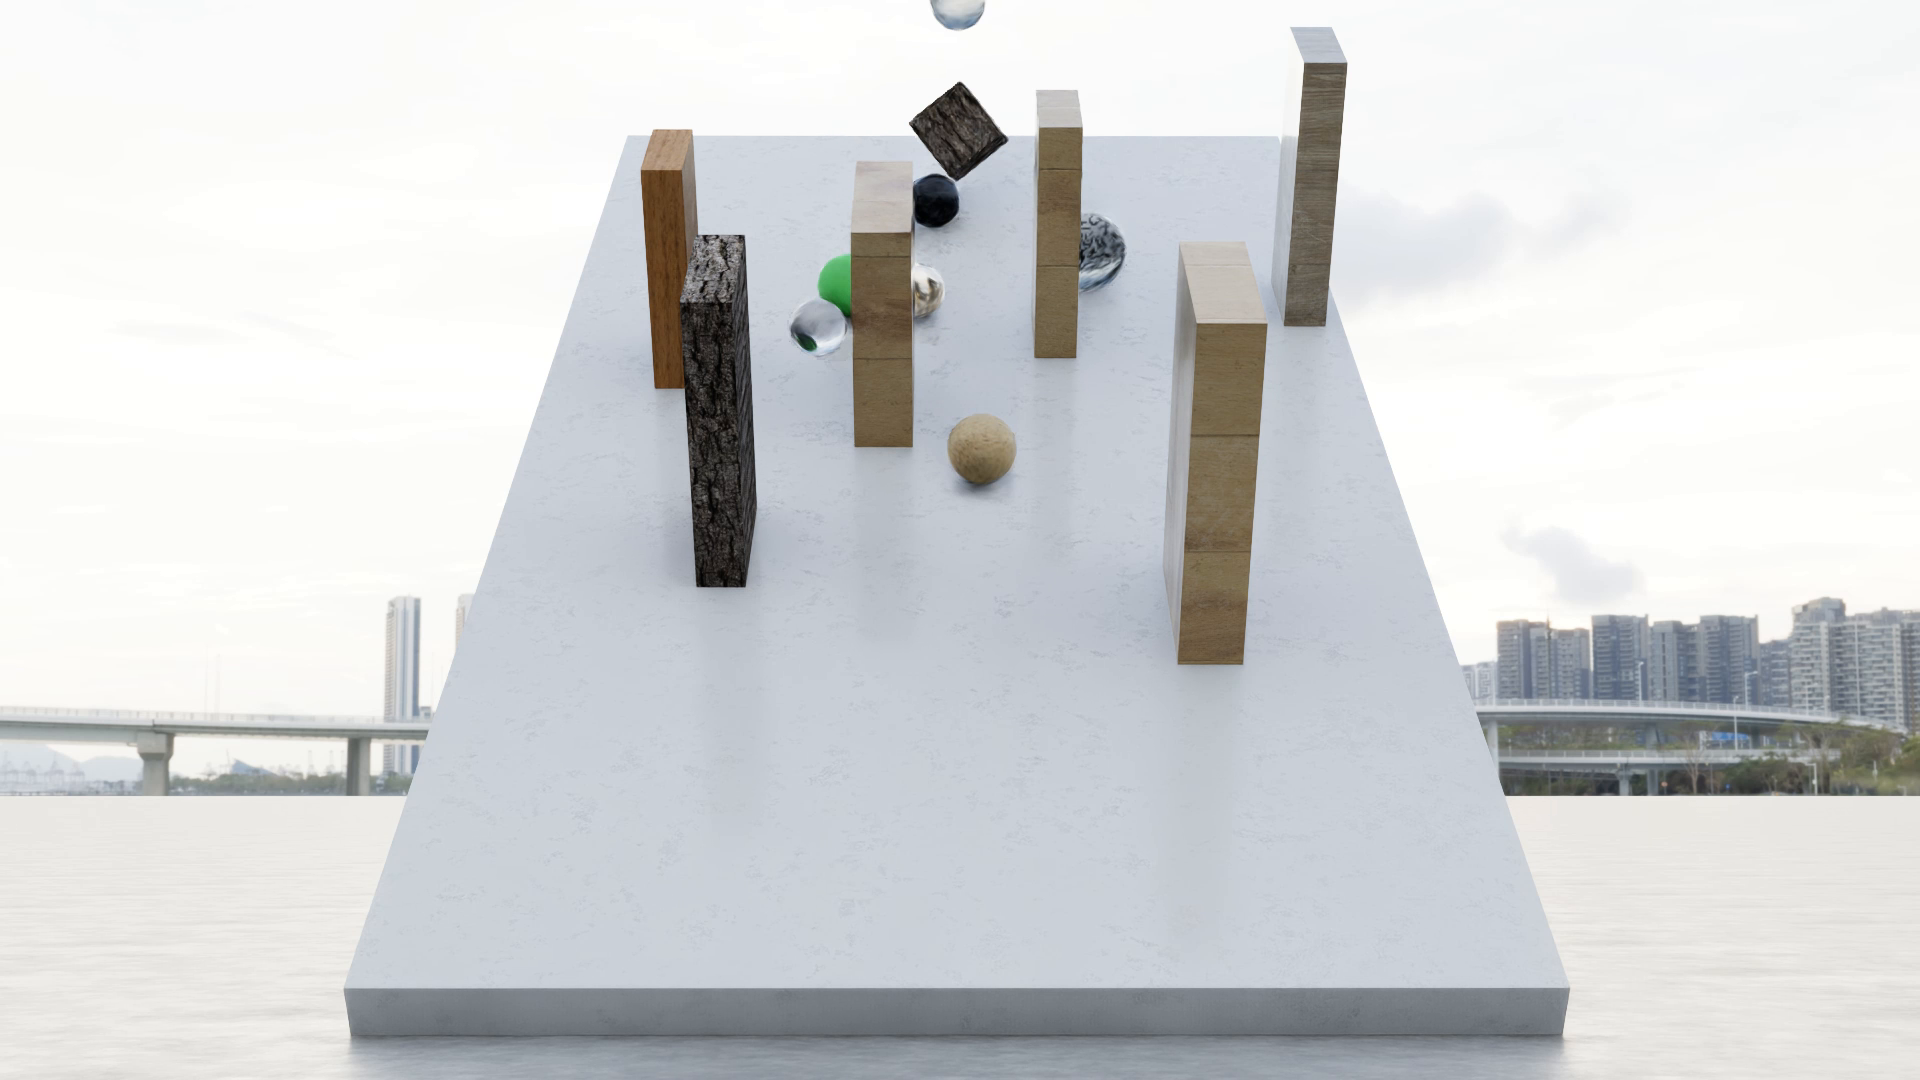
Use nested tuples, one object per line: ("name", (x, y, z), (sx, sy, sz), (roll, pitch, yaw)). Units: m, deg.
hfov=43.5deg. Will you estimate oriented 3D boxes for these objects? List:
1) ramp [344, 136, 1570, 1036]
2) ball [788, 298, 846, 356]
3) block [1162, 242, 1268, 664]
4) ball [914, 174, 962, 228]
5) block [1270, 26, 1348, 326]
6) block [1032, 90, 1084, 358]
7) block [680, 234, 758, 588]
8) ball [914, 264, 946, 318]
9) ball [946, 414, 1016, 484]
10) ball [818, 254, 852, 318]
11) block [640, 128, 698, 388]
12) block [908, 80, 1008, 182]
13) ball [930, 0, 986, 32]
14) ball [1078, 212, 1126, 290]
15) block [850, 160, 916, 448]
("ramp", (-0.013, -0.213, 5.690), (2.000, 0.100, 4.000), (0, 30, 0))
("ball", (-0.349, -0.521, 5.921), (0.142, 0.142, 0.142), (0, -6, 0))
("block", (0.497, -0.171, 4.766), (0.130, 0.741, 0.390), (0, 30, 0))
("ball", (-0.072, -0.947, 6.728), (0.152, 0.152, 0.152), (0, -6, 0))
("block", (0.885, -0.923, 6.136), (0.107, 0.700, 0.283), (0, 30, 0))
("block", (0.238, -0.784, 5.984), (0.105, 0.604, 0.272), (0, 30, 0))
("block", (-0.499, -0.269, 5.026), (0.103, 0.648, 0.347), (0, 30, 0))
("ball", (-0.106, -0.643, 6.206), (0.138, 0.138, 0.138), (0, -6, 0))
("ball", (0.049, -0.206, 5.416), (0.158, 0.158, 0.158), (0, -6, 0))
("ball", (-0.284, -0.654, 6.199), (0.164, 0.164, 0.164), (0, -6, 0))
("block", (-0.694, -0.680, 5.838), (0.096, 0.562, 0.276), (0, 30, 0))
("block", (-0.003, -1.164, 6.862), (0.190, 0.190, 0.190), (-38, -2, 8))
("ball", (-0.006, -1.590, 7.120), (0.169, 0.169, 0.169), (0, -6, 0))
("ball", (0.334, -0.760, 6.346), (0.207, 0.207, 0.207), (0, -6, 0))
("block", (-0.177, -0.558, 5.653), (0.136, 0.534, 0.444), (0, 30, 0))
